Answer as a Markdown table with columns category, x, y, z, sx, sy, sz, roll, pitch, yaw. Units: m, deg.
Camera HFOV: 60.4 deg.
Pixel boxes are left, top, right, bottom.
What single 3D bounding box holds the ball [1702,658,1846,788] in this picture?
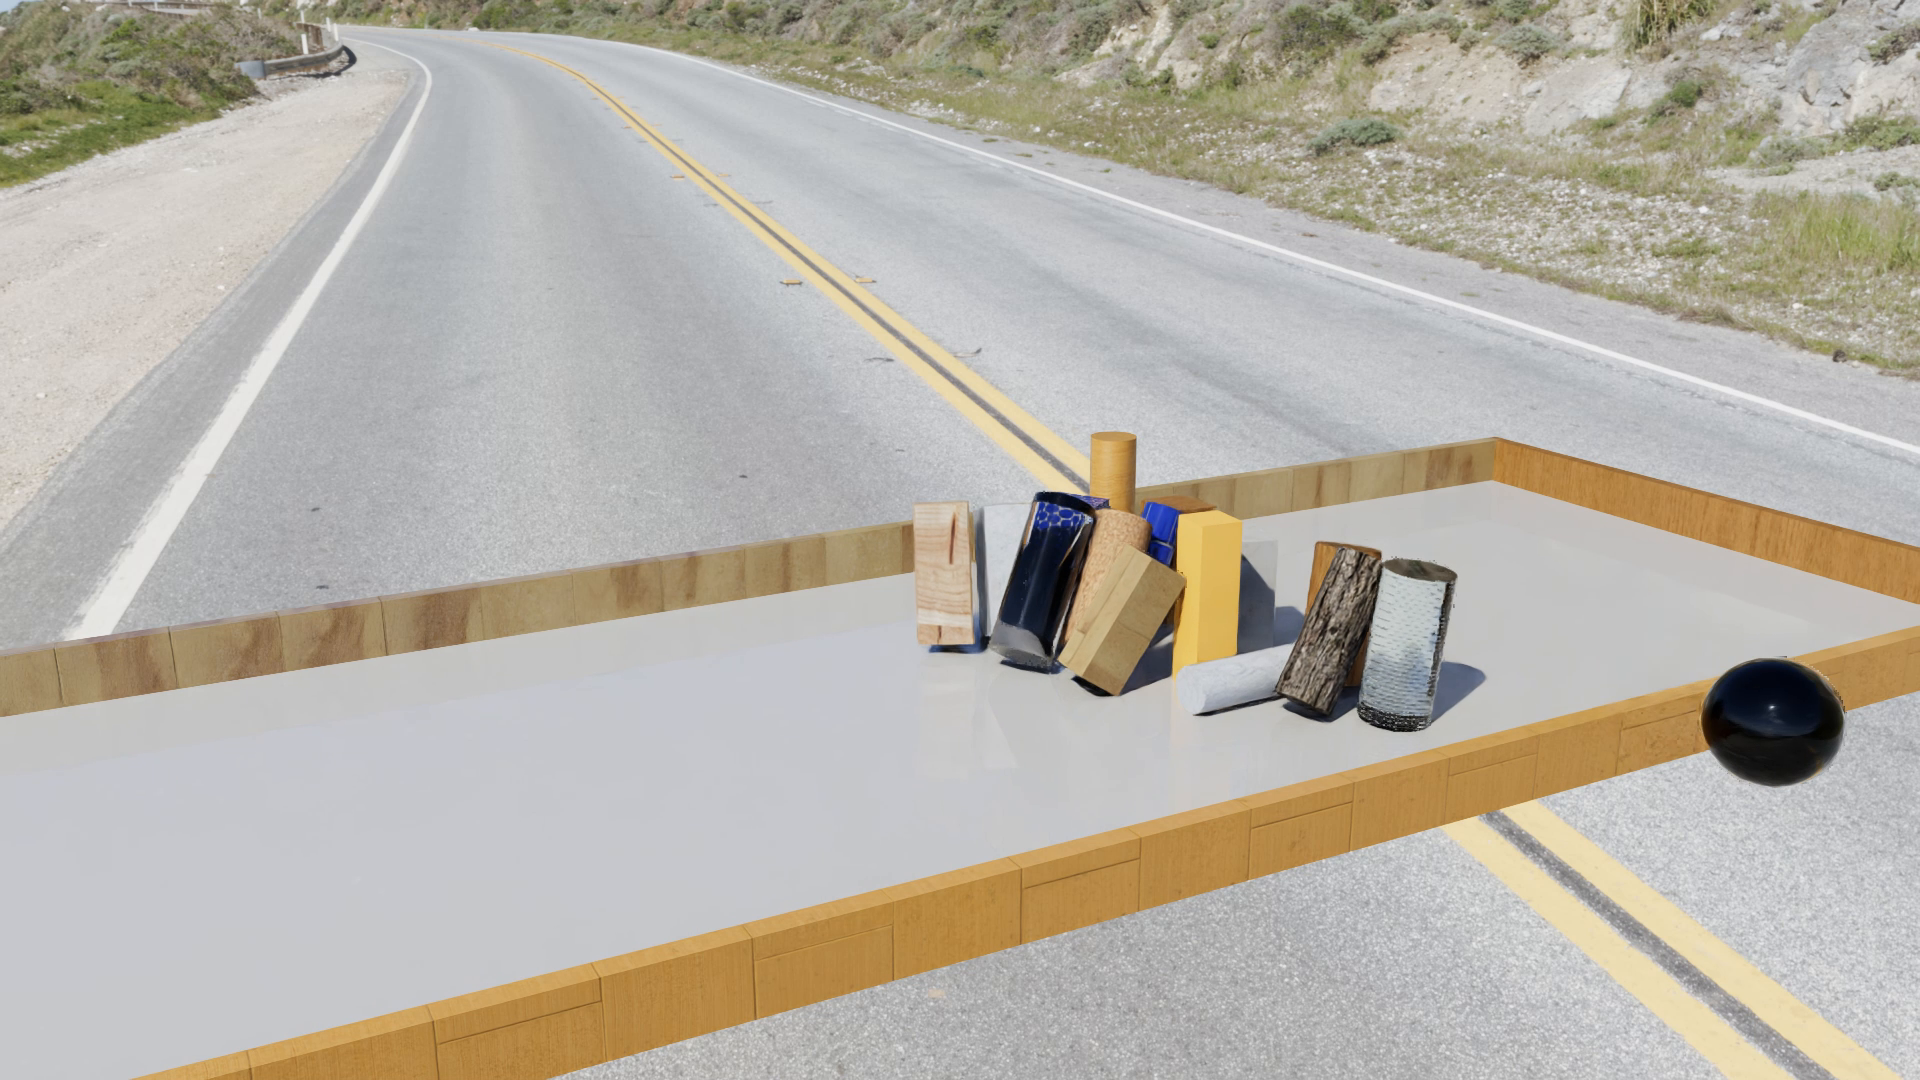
| category | x | y | z | sx | sy | sz | roll | pitch | yaw |
| --- | --- | --- | --- | --- | --- | --- | --- | --- | --- |
| ball | 1.696 | 0.381 | 3.445 | 0.270 | 0.270 | 0.270 | 0 | 16 | 0 |

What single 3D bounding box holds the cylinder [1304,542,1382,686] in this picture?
| category | x | y | z | sx | sy | sz | roll | pitch | yaw |
| --- | --- | --- | --- | --- | --- | --- | --- | --- | --- |
| cylinder | 0.942 | 0.181 | 4.101 | 0.162 | 0.332 | 0.162 | 7 | 6 | -1 |

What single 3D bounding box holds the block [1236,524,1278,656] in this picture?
| category | x | y | z | sx | sy | sz | roll | pitch | yaw |
| --- | --- | --- | --- | --- | --- | --- | --- | --- | --- |
| block | 0.724 | 0.135 | 4.331 | 0.155 | 0.318 | 0.155 | -4 | 17 | -12 |

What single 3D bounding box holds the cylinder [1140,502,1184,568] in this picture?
| category | x | y | z | sx | sy | sz | roll | pitch | yaw |
| --- | --- | --- | --- | --- | --- | --- | --- | --- | --- |
| cylinder | 0.494 | 0.086 | 4.403 | 0.114 | 0.360 | 0.114 | 19 | -4 | 1 |

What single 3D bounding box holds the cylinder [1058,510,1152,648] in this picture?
| category | x | y | z | sx | sy | sz | roll | pitch | yaw |
| --- | --- | --- | --- | --- | --- | --- | --- | --- | --- |
| cylinder | 0.379 | 0.115 | 4.279 | 0.160 | 0.358 | 0.160 | 15 | -14 | 4 |

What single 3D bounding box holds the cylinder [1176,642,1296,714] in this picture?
| category | x | y | z | sx | sy | sz | roll | pitch | yaw |
| --- | --- | --- | --- | --- | --- | --- | --- | --- | --- |
| cylinder | 0.694 | 0.335 | 4.007 | 0.334 | 0.117 | 0.117 | -9 | 19 | -28 |

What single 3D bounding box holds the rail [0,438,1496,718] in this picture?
| category | x | y | z | sx | sy | sz | roll | pitch | yaw |
| --- | --- | --- | --- | --- | --- | --- | --- | --- | --- |
| rail | -3.305 | 0.497 | 3.399 | 12.000 | 0.150 | 0.050 | -9 | 18 | -27 |

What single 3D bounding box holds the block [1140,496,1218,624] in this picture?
| category | x | y | z | sx | sy | sz | roll | pitch | yaw |
| --- | --- | --- | --- | --- | --- | --- | --- | --- | --- |
| block | 0.597 | 0.052 | 4.596 | 0.148 | 0.319 | 0.148 | -6 | 17 | -34 |

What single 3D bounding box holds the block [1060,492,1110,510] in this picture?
| category | x | y | z | sx | sy | sz | roll | pitch | yaw |
| --- | --- | --- | --- | --- | --- | --- | --- | --- | --- |
| block | 0.304 | 0.050 | 4.610 | 0.165 | 0.324 | 0.165 | 9 | 19 | 28 |

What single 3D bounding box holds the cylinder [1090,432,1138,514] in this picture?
| category | x | y | z | sx | sy | sz | roll | pitch | yaw |
| --- | --- | --- | --- | --- | --- | --- | --- | --- | --- |
| cylinder | 0.447 | -0.086 | 4.851 | 0.134 | 0.449 | 0.134 | 0 | 16 | 0 |

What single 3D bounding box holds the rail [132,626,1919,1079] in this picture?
| category | x | y | z | sx | sy | sz | roll | pitch | yaw |
| --- | --- | --- | --- | --- | --- | --- | --- | --- | --- |
| rail | -2.336 | 1.006 | 1.665 | 12.000 | 0.150 | 0.050 | -9 | 18 | -27 |

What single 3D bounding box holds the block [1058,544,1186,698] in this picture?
| category | x | y | z | sx | sy | sz | roll | pitch | yaw |
| --- | --- | --- | --- | --- | --- | --- | --- | --- | --- |
| block | 0.399 | 0.198 | 4.062 | 0.124 | 0.336 | 0.124 | 30 | 2 | -30 |

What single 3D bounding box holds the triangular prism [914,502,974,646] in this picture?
| category | x | y | z | sx | sy | sz | roll | pitch | yaw |
| --- | --- | --- | --- | --- | --- | --- | --- | --- | --- |
| triangular prism | -0.033 | 0.086 | 4.370 | 0.147 | 0.371 | 0.127 | -2 | 1 | 10 |

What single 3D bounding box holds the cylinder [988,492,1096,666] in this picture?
| category | x | y | z | sx | sy | sz | roll | pitch | yaw |
| --- | --- | --- | --- | --- | --- | --- | --- | --- | --- |
| cylinder | 0.212 | 0.100 | 4.237 | 0.168 | 0.419 | 0.168 | 16 | -15 | 4 |

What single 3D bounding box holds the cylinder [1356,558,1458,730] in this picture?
| category | x | y | z | sx | sy | sz | roll | pitch | yaw |
| --- | --- | --- | --- | --- | --- | --- | --- | --- | --- |
| cylinder | 1.044 | 0.243 | 3.856 | 0.170 | 0.364 | 0.170 | 5 | 16 | -2 |

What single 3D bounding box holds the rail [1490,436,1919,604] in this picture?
| category | x | y | z | sx | sy | sz | roll | pitch | yaw |
| --- | --- | --- | --- | --- | --- | --- | --- | --- | --- |
| rail | 2.466 | -0.048 | 5.253 | 0.050 | 0.150 | 2.100 | -9 | 18 | -27 |

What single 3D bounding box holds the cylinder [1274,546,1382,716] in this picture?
| category | x | y | z | sx | sy | sz | roll | pitch | yaw |
| --- | --- | --- | --- | --- | --- | --- | --- | --- | --- |
| cylinder | 0.889 | 0.217 | 3.917 | 0.143 | 0.377 | 0.143 | 25 | -5 | 2 |

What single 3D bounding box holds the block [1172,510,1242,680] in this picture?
| category | x | y | z | sx | sy | sz | roll | pitch | yaw |
| --- | --- | --- | --- | --- | --- | --- | --- | --- | --- |
| block | 0.610 | 0.152 | 4.078 | 0.112 | 0.428 | 0.112 | -7 | 18 | -22 |

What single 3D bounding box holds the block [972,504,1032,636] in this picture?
| category | x | y | z | sx | sy | sz | roll | pitch | yaw |
| --- | --- | --- | --- | --- | --- | --- | --- | --- | --- |
| block | 0.137 | 0.081 | 4.414 | 0.159 | 0.342 | 0.159 | -3 | -2 | -10 |
